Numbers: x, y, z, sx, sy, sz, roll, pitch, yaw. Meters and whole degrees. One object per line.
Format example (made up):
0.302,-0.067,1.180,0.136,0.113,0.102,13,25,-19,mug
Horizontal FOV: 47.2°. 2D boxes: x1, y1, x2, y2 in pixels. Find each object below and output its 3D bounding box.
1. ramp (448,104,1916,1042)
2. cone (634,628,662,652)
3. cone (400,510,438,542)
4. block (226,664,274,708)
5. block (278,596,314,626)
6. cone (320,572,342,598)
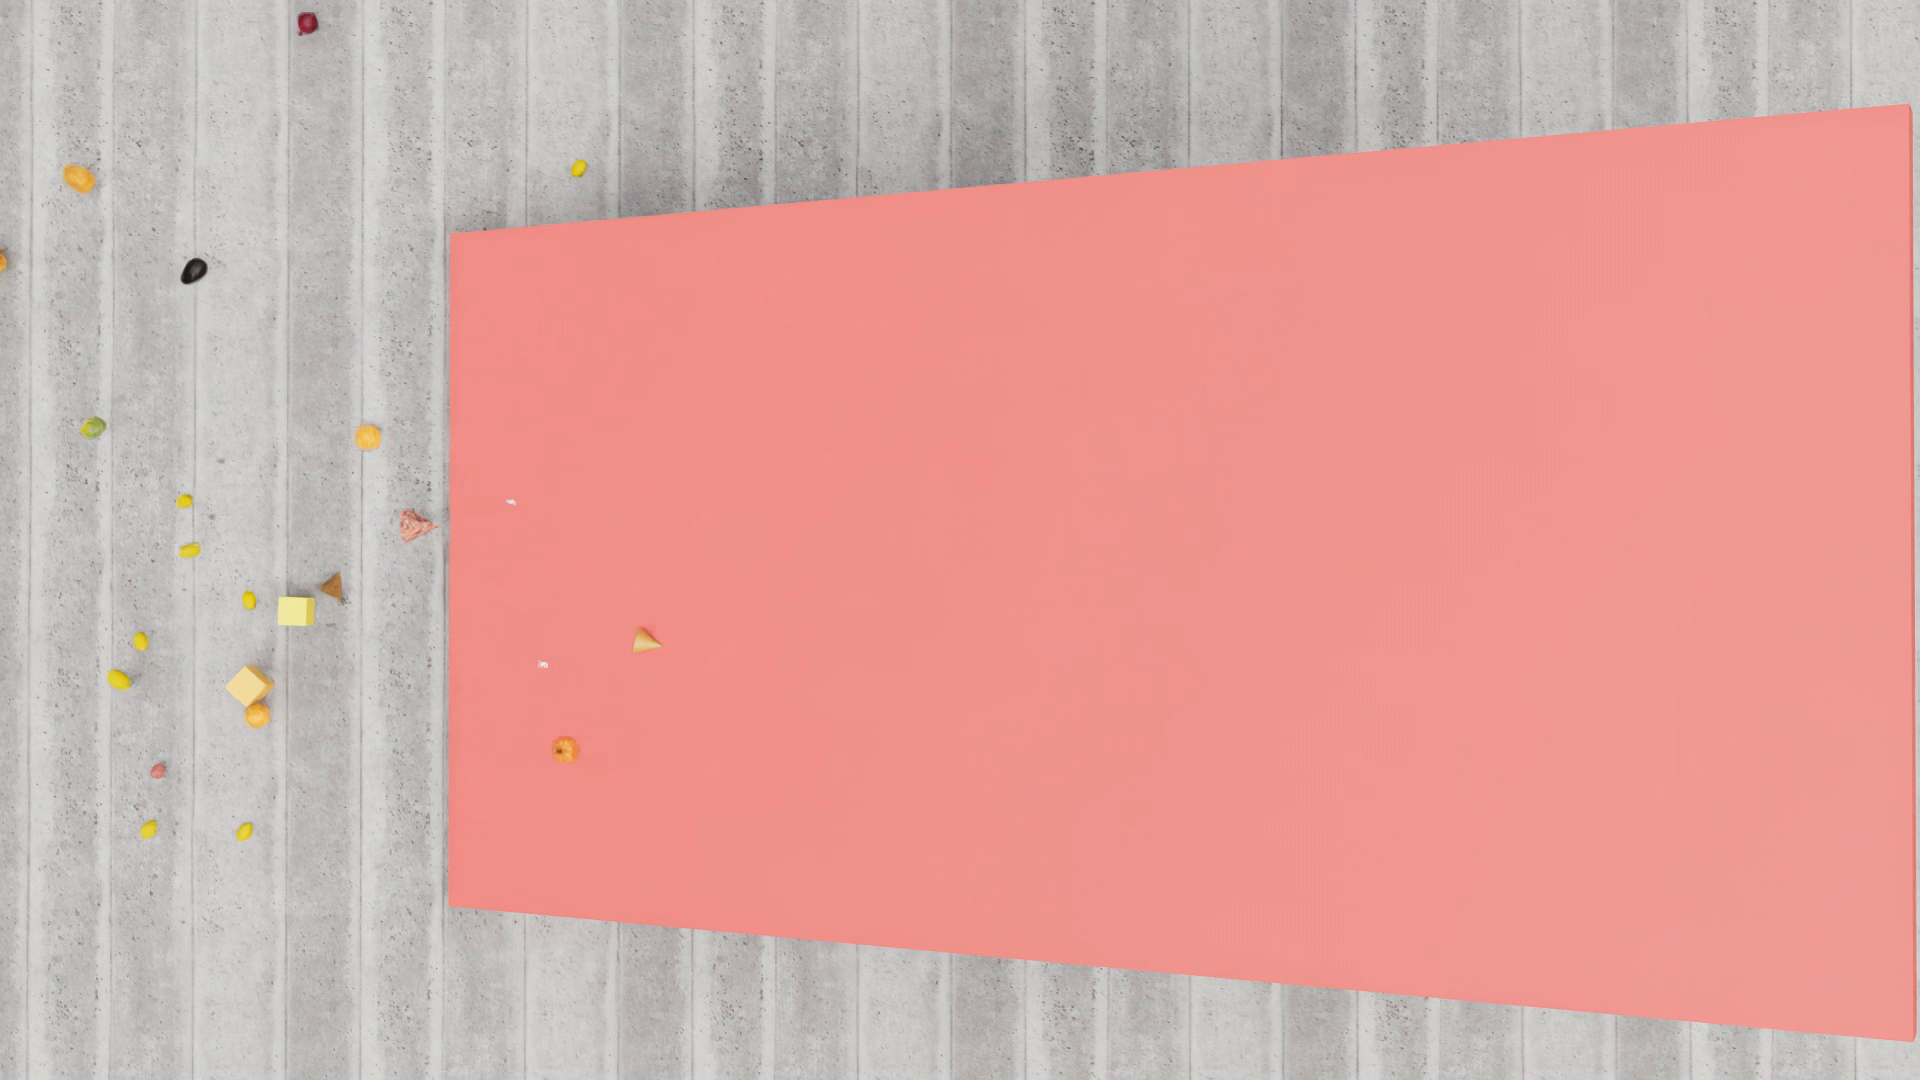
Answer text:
0.277,0.078,5.656,4.000,0.100,2.000,0,89,28,ramp
-0.871,0.290,6.179,0.076,0.076,0.076,14,89,0,cone
-1.603,-0.041,6.567,0.099,0.099,0.099,1,89,9,cone
-2.124,0.437,6.580,0.087,0.087,0.087,42,90,0,block
-1.987,0.213,6.585,0.083,0.083,0.083,2,89,0,block
-1.881,0.125,6.611,0.069,0.069,0.069,15,63,0,cone
